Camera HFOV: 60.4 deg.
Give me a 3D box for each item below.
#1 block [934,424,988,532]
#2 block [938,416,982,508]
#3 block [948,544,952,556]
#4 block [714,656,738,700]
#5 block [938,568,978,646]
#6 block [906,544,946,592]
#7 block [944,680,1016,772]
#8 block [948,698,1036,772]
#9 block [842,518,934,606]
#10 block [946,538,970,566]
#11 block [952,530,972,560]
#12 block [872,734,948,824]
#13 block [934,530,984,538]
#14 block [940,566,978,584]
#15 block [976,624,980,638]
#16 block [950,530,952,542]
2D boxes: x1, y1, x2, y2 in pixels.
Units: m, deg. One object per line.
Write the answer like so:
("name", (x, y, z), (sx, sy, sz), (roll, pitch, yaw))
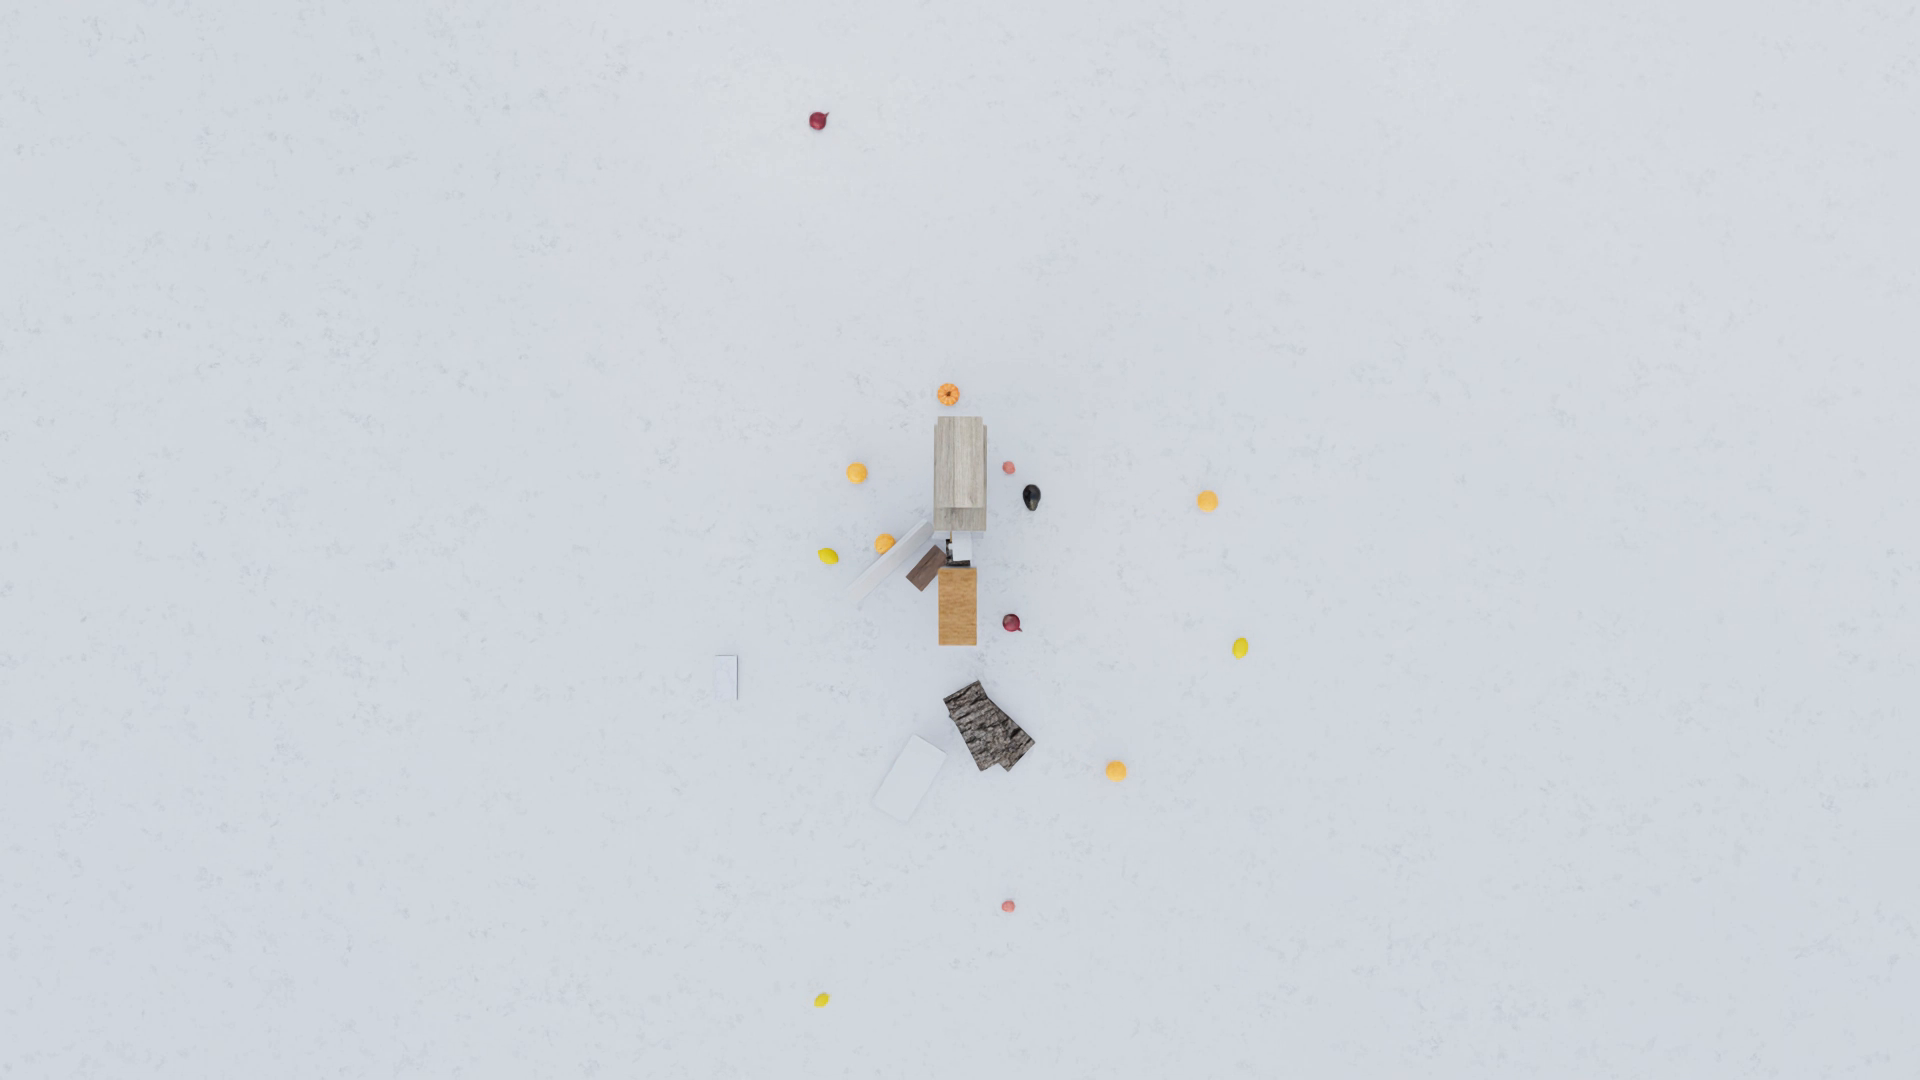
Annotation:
("block", (0.001, -0.181, 4.817), (0.154, 0.044, 0.309), (0, 90, 0))
("block", (0.000, -0.214, 4.529), (0.124, 0.035, 0.248), (0, 90, 0))
("block", (-0.006, 0.031, 5.175), (0.058, 0.288, 0.016), (2, 86, 0))
("block", (-0.778, 0.459, 5.490), (0.074, 0.021, 0.148), (0, 90, 0))
("block", (-0.007, 0.205, 5.066), (0.118, 0.033, 0.236), (0, 91, 0))
("block", (-0.106, 0.093, 5.490), (0.074, 0.021, 0.148), (42, 90, 0))
("block", (0.065, 0.613, 5.443), (0.134, 0.038, 0.268), (-27, 90, 0))
("block", (0.106, 0.628, 5.481), (0.268, 0.038, 0.134), (43, 90, 0))
("block", (-0.233, 0.071, 5.464), (0.369, 0.074, 0.021), (-42, 55, 0))
("block", (-0.006, 0.046, 5.330), (0.079, 0.022, 0.158), (-1, 90, 0))
("block", (0.005, 0.005, 5.024), (0.058, 0.016, 0.115), (-3, 86, 0))
("block", (-0.167, 0.791, 5.481), (0.134, 0.038, 0.268), (31, 90, 0))
("block", (-0.003, -0.158, 5.169), (0.154, 0.044, 0.309), (0, 90, 0))
("block", (-0.003, 0.109, 5.200), (0.118, 0.236, 0.033), (-1, 94, 0))
("block", (0.005, 0.285, 5.207), (0.118, 0.246, 0.033), (2, 89, 0))
("block", (-0.002, -0.024, 5.091), (0.058, 0.115, 0.016), (0, 67, 0))
